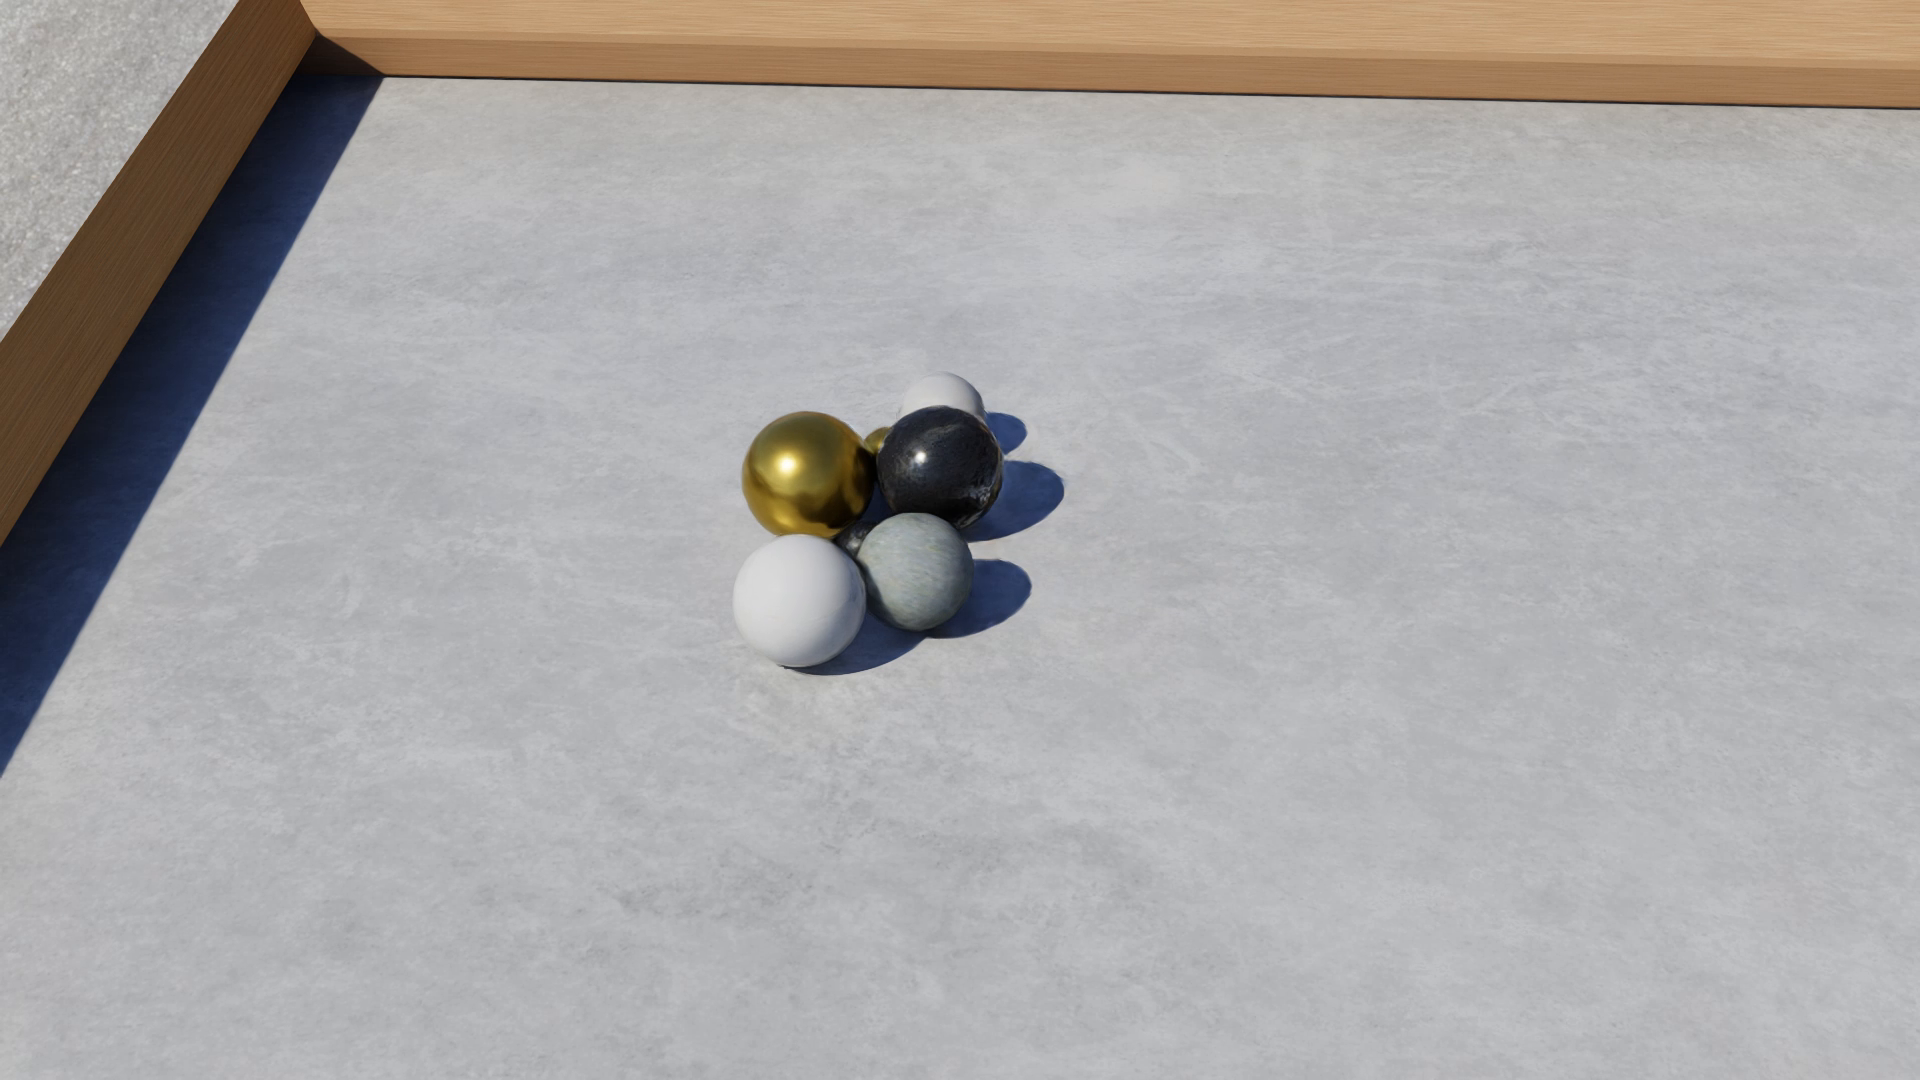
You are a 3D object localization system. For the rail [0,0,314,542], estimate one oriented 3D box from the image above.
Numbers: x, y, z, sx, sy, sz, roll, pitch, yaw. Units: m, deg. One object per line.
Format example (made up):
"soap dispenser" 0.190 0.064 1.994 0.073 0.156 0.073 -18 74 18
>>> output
"rail" -0.695 -0.044 1.871 0.045 0.129 1.683 2 35 2

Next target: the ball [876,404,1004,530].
"ball" -0.015 -0.053 1.915 0.096 0.096 0.096 0 35 0

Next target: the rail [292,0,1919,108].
"rail" 0.760 -0.472 2.482 2.880 0.129 0.045 2 35 2

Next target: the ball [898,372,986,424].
"ball" -0.014 -0.097 2.001 0.068 0.068 0.068 0 35 0

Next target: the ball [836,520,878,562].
"ball" -0.070 0.007 1.875 0.043 0.043 0.043 0 35 0

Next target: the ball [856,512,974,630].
"ball" -0.032 0.022 1.817 0.084 0.084 0.084 0 35 0

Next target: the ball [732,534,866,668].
"ball" -0.111 0.042 1.782 0.093 0.093 0.093 0 35 0

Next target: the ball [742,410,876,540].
"ball" -0.112 -0.046 1.902 0.099 0.099 0.099 0 35 0

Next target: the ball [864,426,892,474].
"ball" -0.055 -0.065 1.976 0.045 0.045 0.045 0 35 0
